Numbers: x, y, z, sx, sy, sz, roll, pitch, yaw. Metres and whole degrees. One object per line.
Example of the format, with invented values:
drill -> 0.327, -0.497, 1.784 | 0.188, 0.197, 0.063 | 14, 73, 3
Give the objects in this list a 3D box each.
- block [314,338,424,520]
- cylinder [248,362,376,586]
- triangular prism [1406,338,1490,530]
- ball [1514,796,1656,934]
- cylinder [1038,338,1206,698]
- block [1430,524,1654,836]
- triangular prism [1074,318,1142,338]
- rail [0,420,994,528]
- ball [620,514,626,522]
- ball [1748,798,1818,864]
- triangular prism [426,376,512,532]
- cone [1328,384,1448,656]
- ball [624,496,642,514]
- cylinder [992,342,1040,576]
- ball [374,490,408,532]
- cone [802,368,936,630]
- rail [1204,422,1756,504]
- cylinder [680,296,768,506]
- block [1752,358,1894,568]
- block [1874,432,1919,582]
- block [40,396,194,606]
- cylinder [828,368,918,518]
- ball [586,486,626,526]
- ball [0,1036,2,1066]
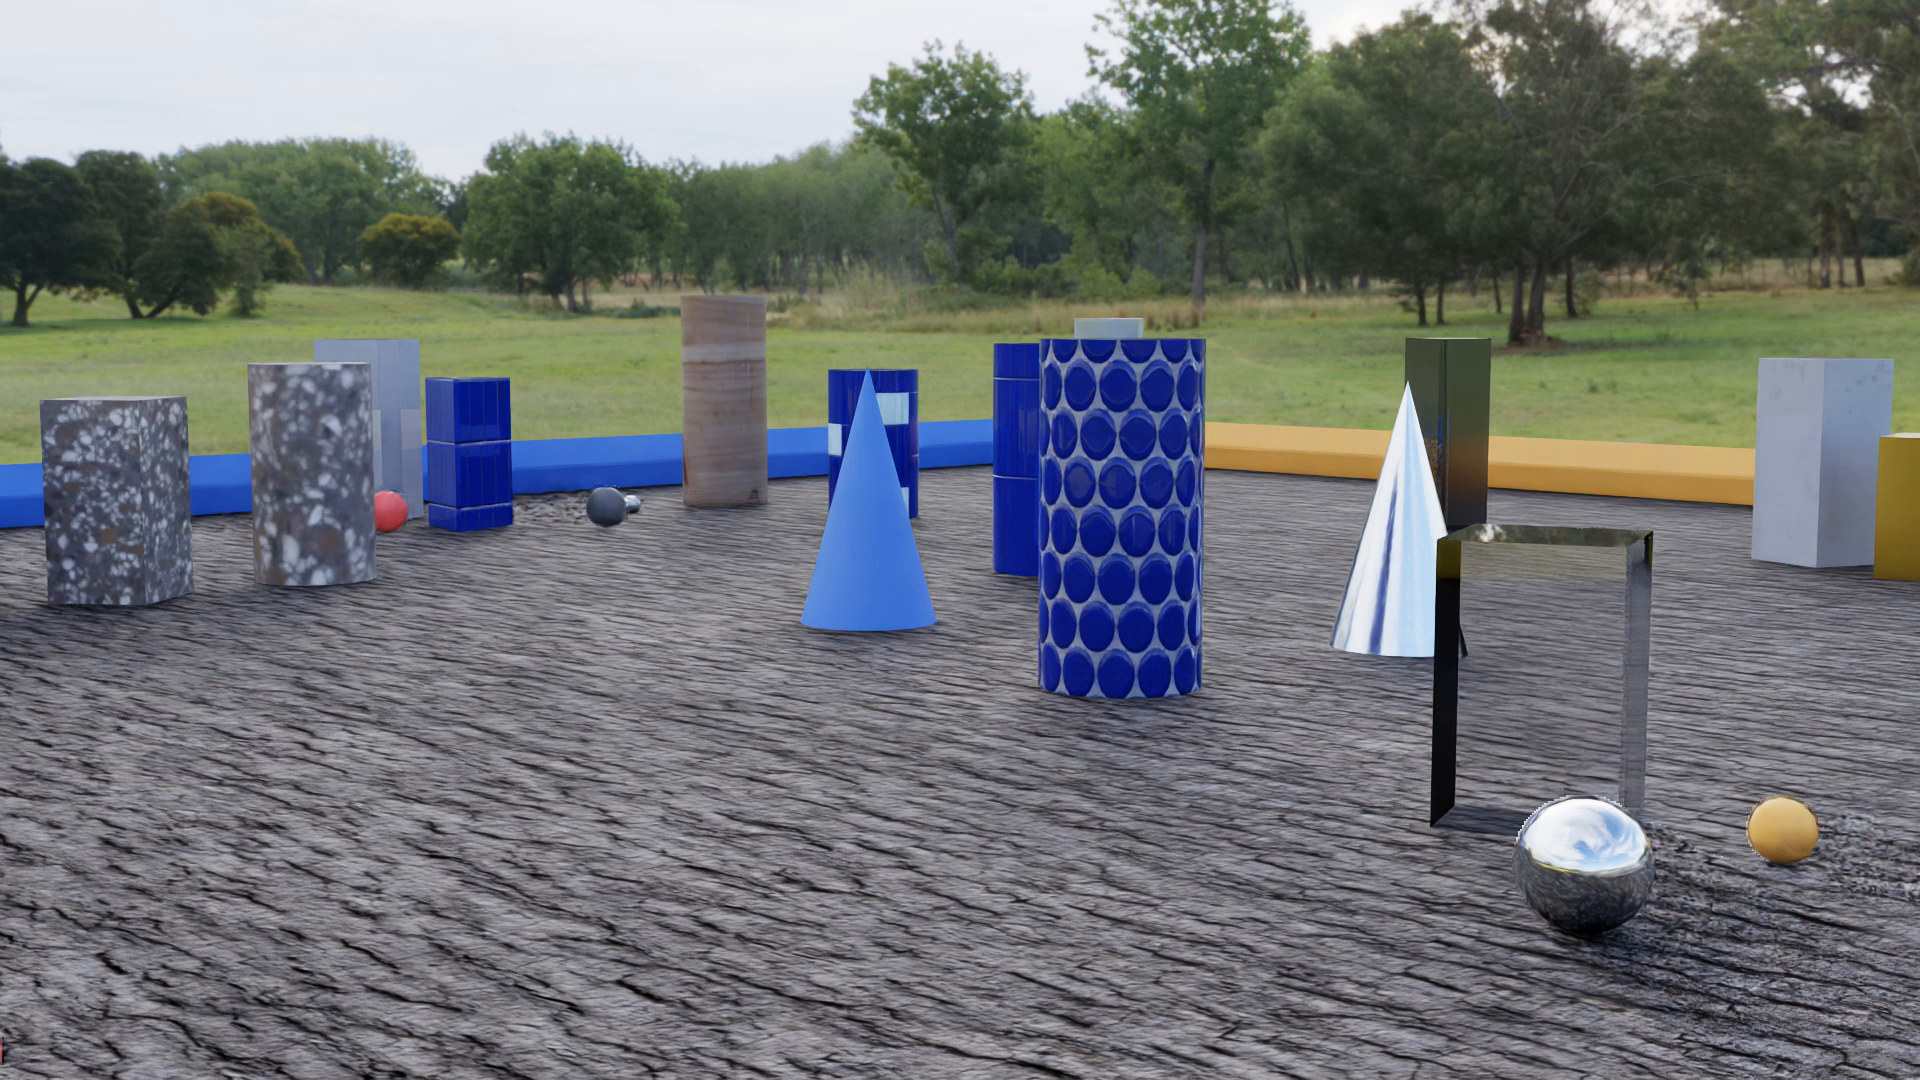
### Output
block -> -1.257, -0.236, 4.681 | 0.156, 0.382, 0.156 | 2, 6, 18
cylinder -> -1.071, -0.114, 3.639 | 0.195, 0.357, 0.195 | 0, 6, 0
triangular prism -> 0.976, -0.221, 4.526 | 0.169, 0.386, 0.147 | -6, 8, -43
ball -> 0.447, 0.233, 1.576 | 0.097, 0.097, 0.097 | 0, 6, 0
cylinder -> 0.191, -0.032, 2.602 | 0.195, 0.410, 0.195 | 0, 6, 0
block -> 0.509, 0.120, 1.920 | 0.156, 0.250, 0.156 | 3, 7, 25
triangular prism -> 0.357, -0.269, 4.794 | 0.169, 0.426, 0.147 | 4, 7, 35
rail -> -1.475, -0.133, 4.922 | 4.970, 0.127, 0.045 | -5, 8, -42
ball -> -0.723, -0.061, 4.604 | 0.050, 0.050, 0.050 | 0, 6, 0
ball -> 0.664, 0.235, 1.775 | 0.052, 0.052, 0.052 | 0, 6, 0
triangular prism -> -0.994, -0.181, 4.525 | 0.147, 0.306, 0.169 | -4, 7, -33
cone -> 0.589, -0.035, 2.912 | 0.195, 0.351, 0.195 | 0, 6, 0
ball -> -0.717, -0.076, 4.795 | 0.042, 0.042, 0.042 | 0, 6, 0
cylinder -> 0.154, -0.141, 3.756 | 0.195, 0.387, 0.195 | 0, 6, 0
ball -> -1.150, -0.057, 4.411 | 0.083, 0.083, 0.083 | 0, 6, 0
cone -> -0.131, -0.066, 3.137 | 0.195, 0.367, 0.195 | 0, 6, 0
rail -> 1.809, -0.141, 4.992 | 0.045, 0.127, 4.398 | -5, 8, -42
cylinder -> -0.542, -0.323, 5.063 | 0.195, 0.477, 0.195 | 0, 6, 0
block -> 1.523, -0.141, 3.887 | 0.156, 0.359, 0.156 | -3, 6, -23
block -> 1.627, -0.055, 3.661 | 0.156, 0.236, 0.156 | 4, 7, 35
block -> -1.300, -0.064, 3.397 | 0.156, 0.309, 0.156 | 1, 6, 7
cylinder -> -0.187, -0.209, 4.749 | 0.195, 0.316, 0.195 | 0, 6, 0
ball -> -0.729, -0.069, 4.525 | 0.083, 0.083, 0.083 | 0, 6, 0
ball -> -0.563, 0.281, 1.193 | 0.081, 0.081, 0.081 | 0, 6, 0
